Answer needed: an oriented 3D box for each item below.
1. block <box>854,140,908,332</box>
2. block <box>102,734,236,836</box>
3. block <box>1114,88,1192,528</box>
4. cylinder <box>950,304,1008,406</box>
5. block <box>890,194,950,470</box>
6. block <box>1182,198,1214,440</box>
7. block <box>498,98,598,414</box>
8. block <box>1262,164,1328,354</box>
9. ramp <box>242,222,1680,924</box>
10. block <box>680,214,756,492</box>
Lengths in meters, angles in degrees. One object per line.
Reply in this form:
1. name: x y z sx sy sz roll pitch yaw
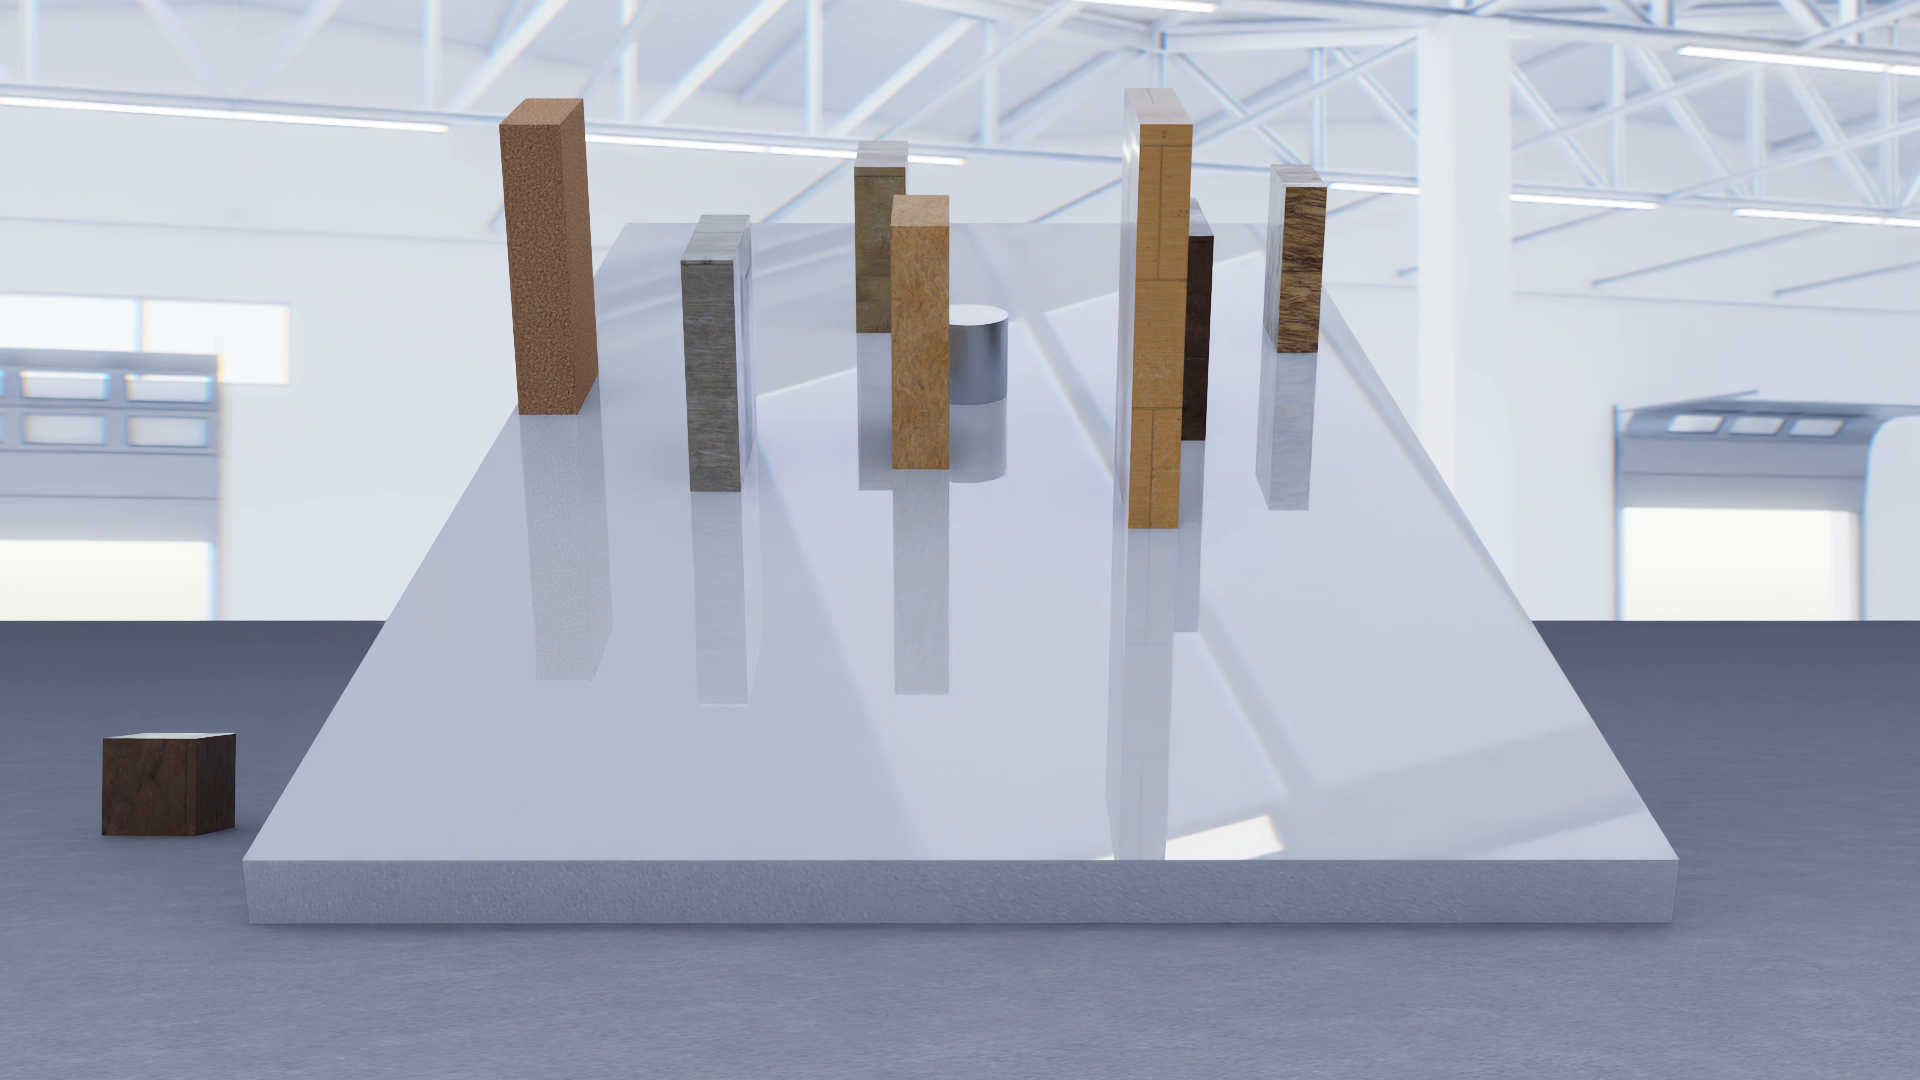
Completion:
1. block: -0.198 -0.781 5.828 0.127 0.421 0.348 0 21 0
2. block: -1.582 0.488 4.559 0.191 0.191 0.191 0 -2 5
3. block: 0.374 -0.459 4.460 0.096 0.784 0.397 0 21 0
4. cylinder: 0.016 -0.426 5.219 0.187 0.187 0.187 0 21 0
5. block: -0.082 -0.441 4.793 0.118 0.515 0.301 0 21 0
6. block: 0.487 -0.494 5.026 0.089 0.451 0.383 0 21 0
7. block: -0.922 -0.642 5.132 0.131 0.650 0.331 0 21 0
8. block: 0.826 -0.699 5.630 0.099 0.411 0.276 0 21 0
9. ramp: -0.005 -0.212 5.057 2.000 0.100 4.000 0 21 0
10. block: -0.496 -0.394 4.716 0.103 0.479 0.407 0 21 0
